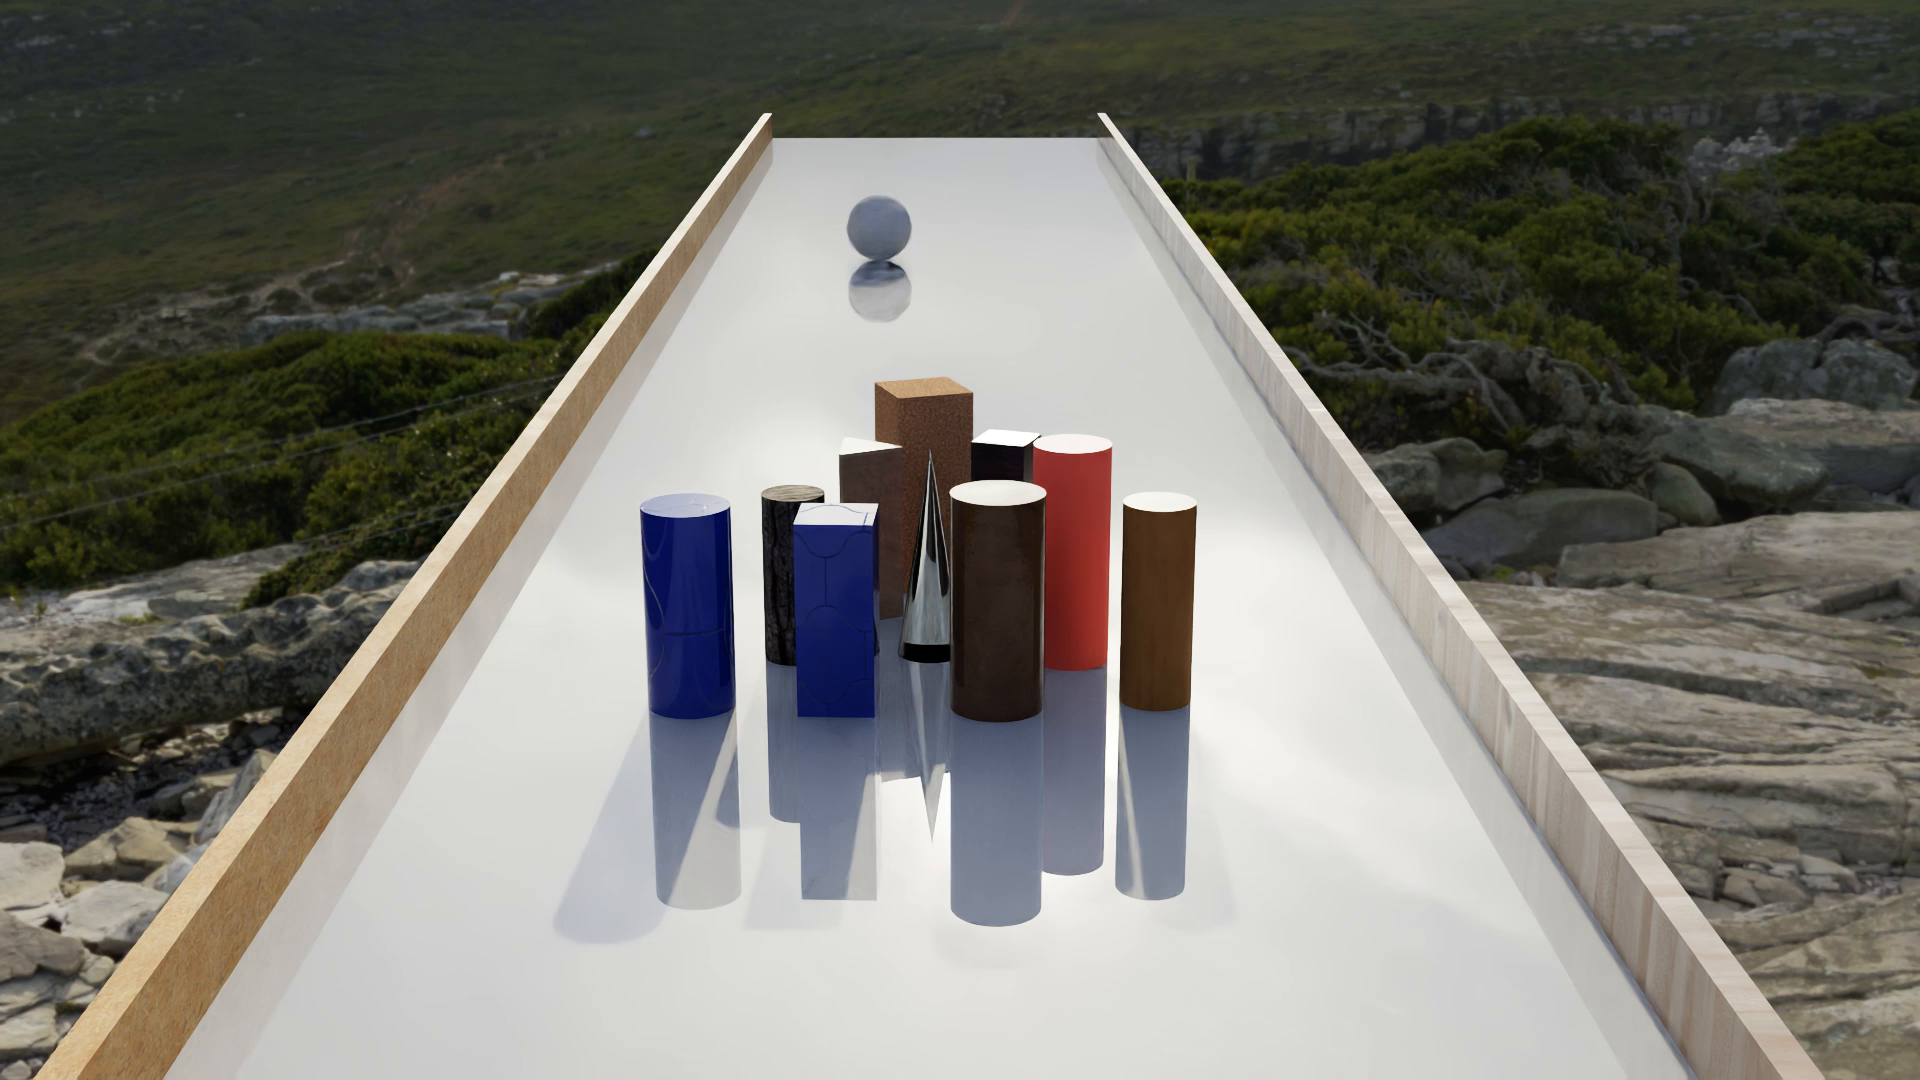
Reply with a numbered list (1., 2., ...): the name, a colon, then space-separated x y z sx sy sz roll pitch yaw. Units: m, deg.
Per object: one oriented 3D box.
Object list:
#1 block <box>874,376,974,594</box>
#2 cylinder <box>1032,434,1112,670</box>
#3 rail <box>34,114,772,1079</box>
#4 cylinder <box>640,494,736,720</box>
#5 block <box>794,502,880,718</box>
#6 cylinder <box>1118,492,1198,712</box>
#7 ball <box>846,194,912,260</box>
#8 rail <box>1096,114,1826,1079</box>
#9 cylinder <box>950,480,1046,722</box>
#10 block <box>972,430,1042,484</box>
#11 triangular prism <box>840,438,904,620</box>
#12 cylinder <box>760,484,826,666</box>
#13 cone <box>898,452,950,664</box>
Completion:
1. block: -0.080 -0.123 4.870 0.170 0.440 0.170 -6 18 -19
2. cylinder: 0.220 0.024 4.366 0.154 0.444 0.154 0 17 0
3. rail: -1.118 -0.838 7.780 0.050 0.150 12.000 0 17 -1
4. cylinder: -0.509 0.123 4.126 0.167 0.391 0.167 0 17 0
5. block: -0.229 0.131 4.128 0.145 0.375 0.145 1 17 2
6. cylinder: 0.373 0.116 4.151 0.137 0.391 0.137 0 17 0
7. ball: -0.334 -1.294 9.104 0.269 0.269 0.269 0 17 0
8. rail: 0.932 -0.844 7.801 0.050 0.150 12.000 0 17 -1
9. cylinder: 0.070 0.113 4.112 0.178 0.419 0.178 0 17 0
10. block: 0.096 -0.022 4.607 0.114 0.395 0.114 6 18 19
11. triangular prism: -0.212 -0.023 4.653 0.144 0.371 0.125 -9 19 -27
12. cylinder: -0.330 0.070 4.394 0.126 0.340 0.126 0 17 0
13. cone: -0.058 0.024 4.402 0.136 0.424 0.136 0 17 0
